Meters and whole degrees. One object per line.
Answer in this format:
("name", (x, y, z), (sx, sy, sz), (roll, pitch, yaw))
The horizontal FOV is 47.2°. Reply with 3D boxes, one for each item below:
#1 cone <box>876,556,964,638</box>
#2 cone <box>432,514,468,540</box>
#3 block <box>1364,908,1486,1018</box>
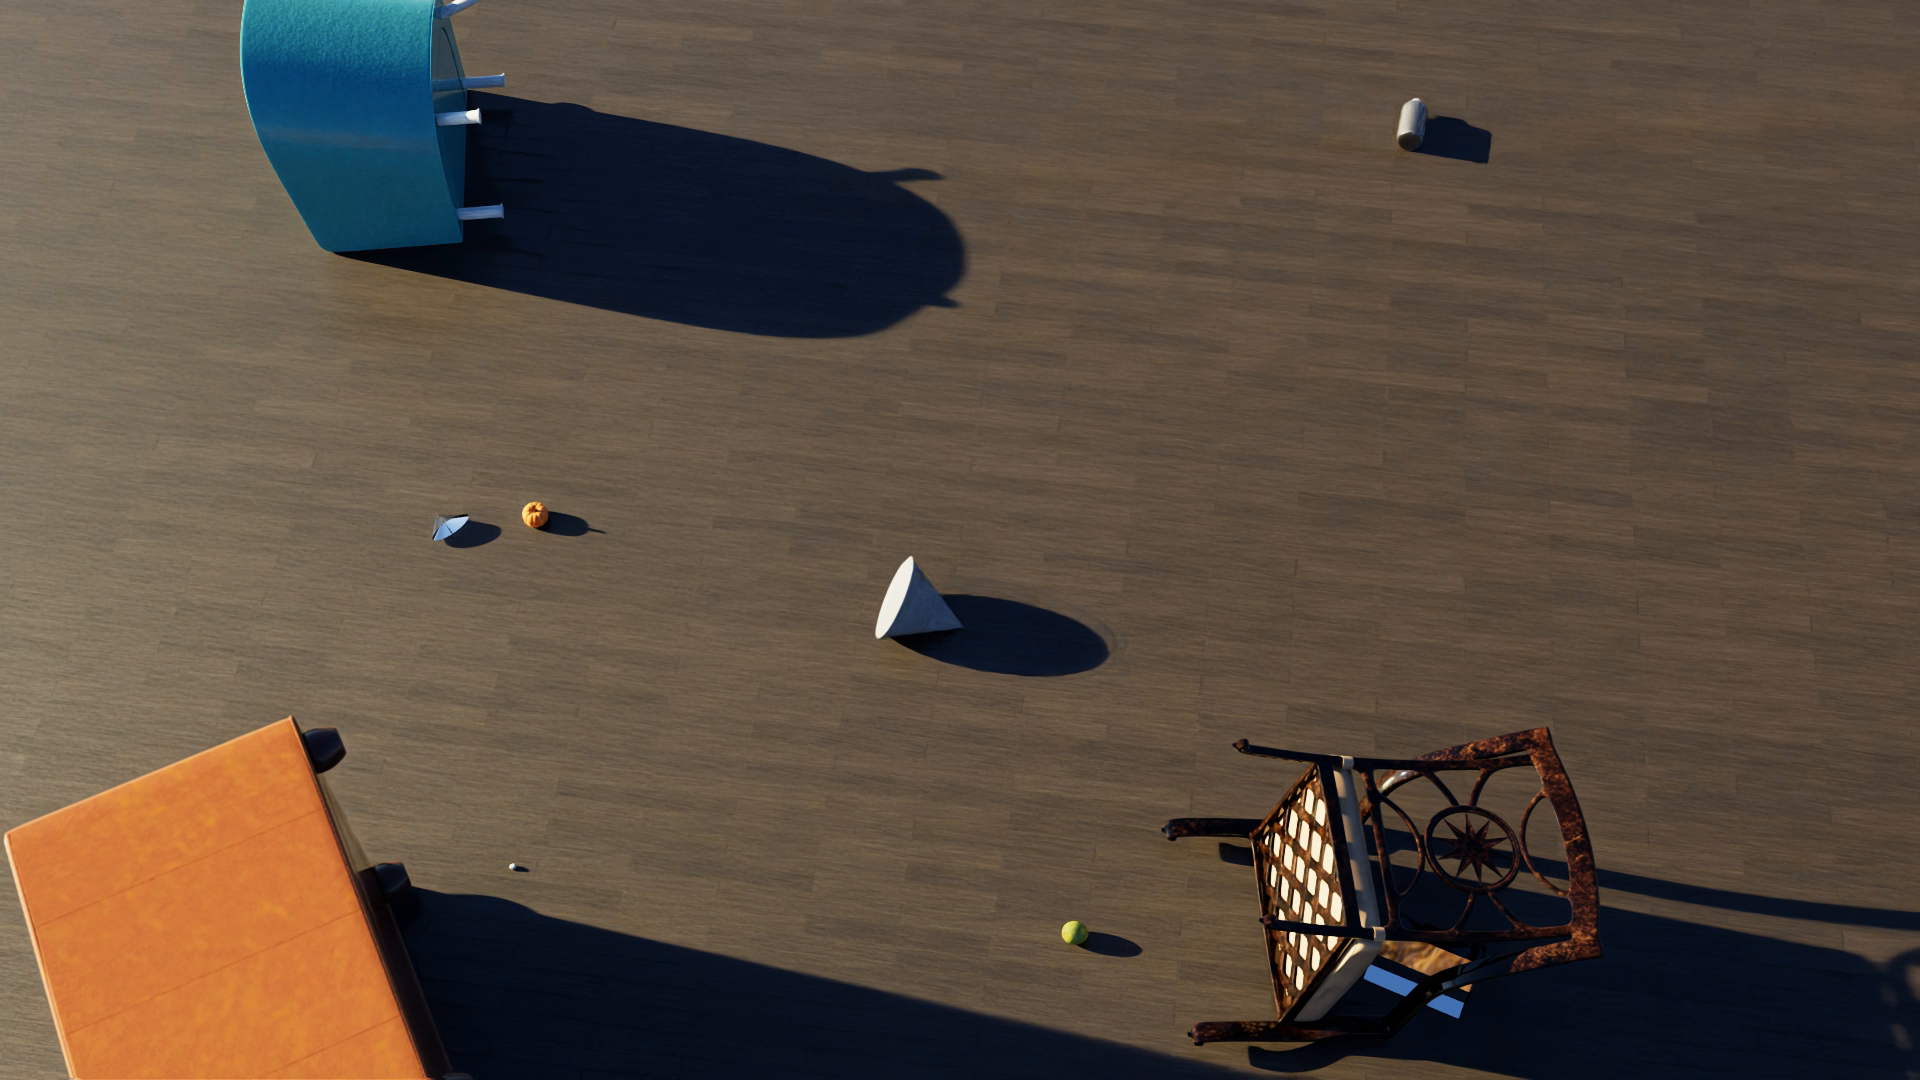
("cone", (-0.088, 0.210, 6.374), (0.228, 0.213, 0.255), (24, 72, -15))
("cone", (-1.550, -0.058, 6.598), (0.128, 0.050, 0.087), (-36, 47, -21))
("block", (1.210, 1.104, 5.729), (0.262, 0.174, 0.136), (21, 59, 14))
